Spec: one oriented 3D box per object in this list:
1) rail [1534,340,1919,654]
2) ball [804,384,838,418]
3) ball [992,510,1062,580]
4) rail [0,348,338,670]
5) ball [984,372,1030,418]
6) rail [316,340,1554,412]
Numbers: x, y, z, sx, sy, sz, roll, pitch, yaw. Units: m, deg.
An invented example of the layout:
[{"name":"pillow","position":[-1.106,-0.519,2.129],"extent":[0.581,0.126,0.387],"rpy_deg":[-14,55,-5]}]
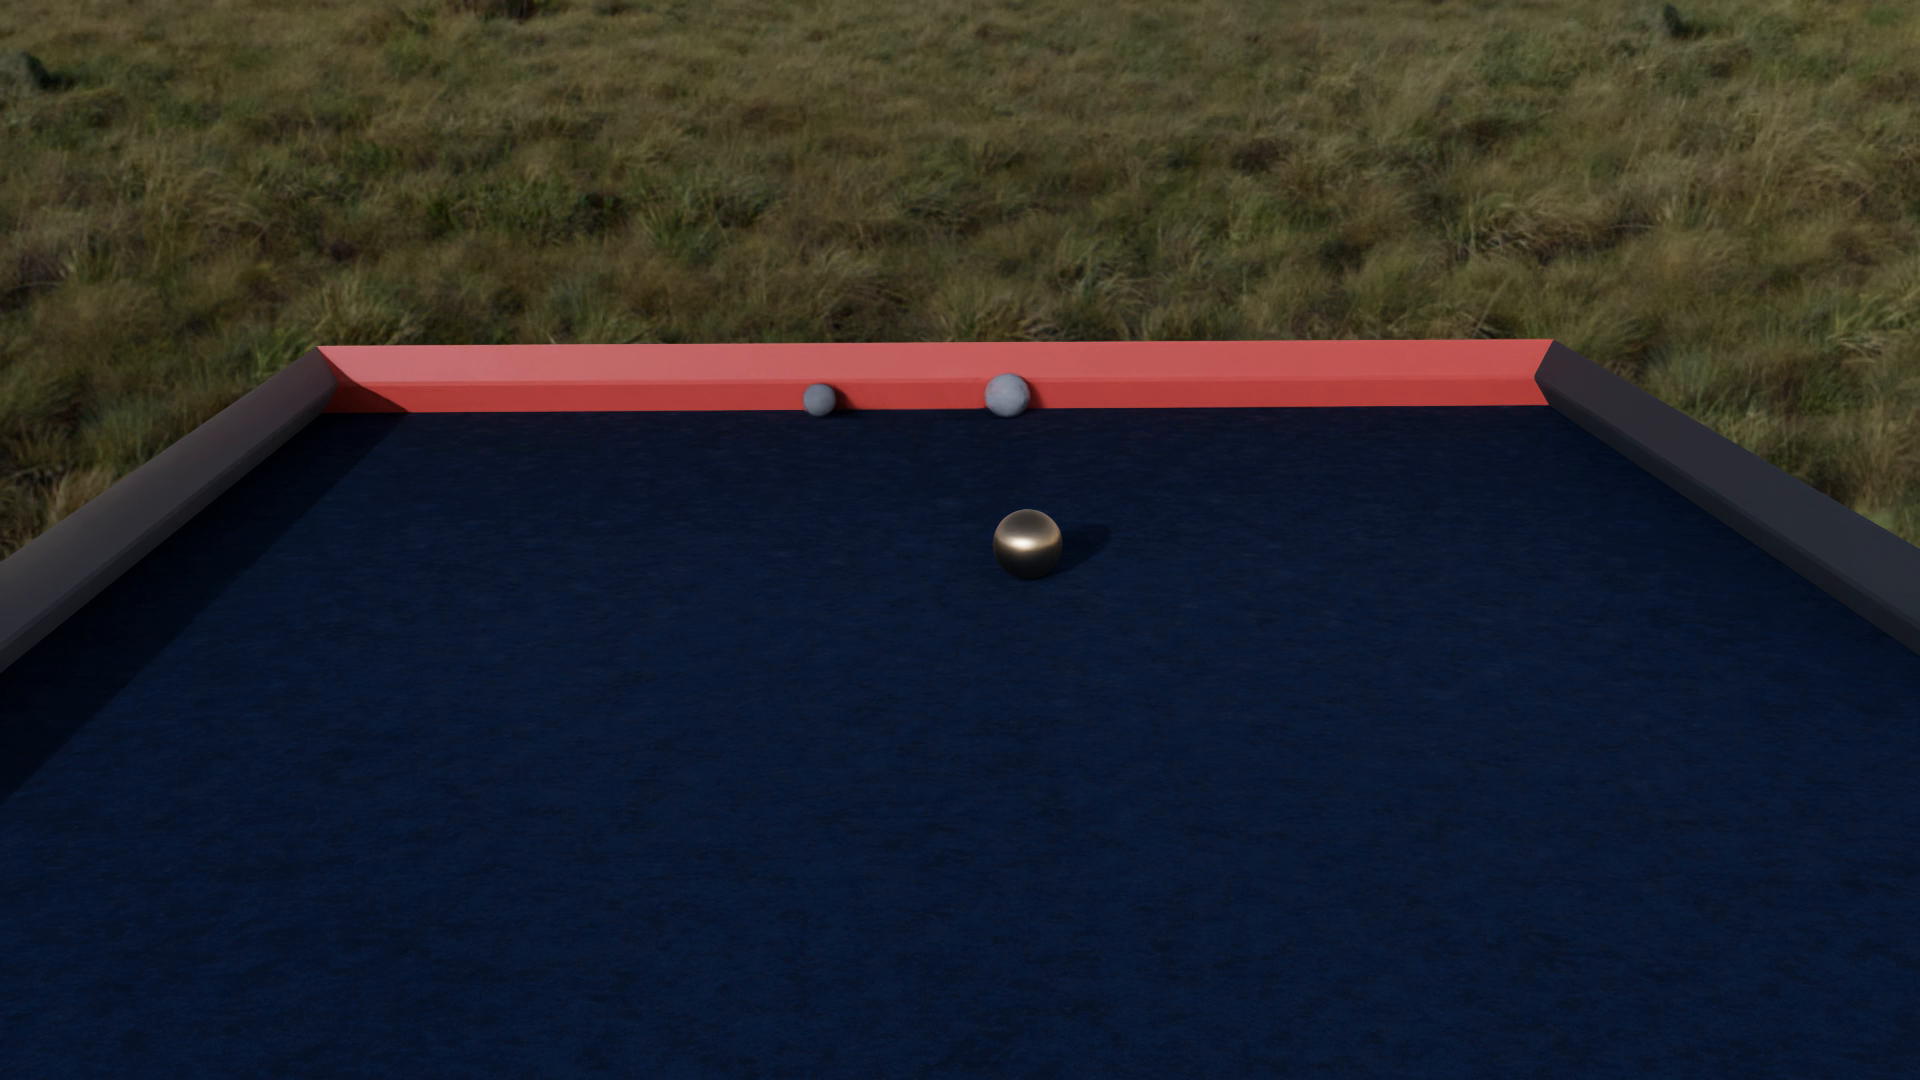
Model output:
[{"name":"rail","position":[1.126,0.244,1.935],"extent":[0.045,0.120,4.292],"rpy_deg":[0,15,-2]},{"name":"ball","position":[-0.249,-0.249,3.912],"extent":[0.060,0.060,0.060],"rpy_deg":[0,15,0]},{"name":"ball","position":[0.089,0.006,2.891],"extent":[0.092,0.092,0.092],"rpy_deg":[0,15,0]},{"name":"rail","position":[-1.056,0.262,1.866],"extent":[0.045,0.120,4.292],"rpy_deg":[0,15,-2]},{"name":"ball","position":[0.083,-0.257,3.903],"extent":[0.081,0.081,0.081],"rpy_deg":[0,15,0]},{"name":"rail","position":[-0.034,-0.291,3.951],"extent":[2.230,0.120,0.045],"rpy_deg":[0,15,-2]}]
